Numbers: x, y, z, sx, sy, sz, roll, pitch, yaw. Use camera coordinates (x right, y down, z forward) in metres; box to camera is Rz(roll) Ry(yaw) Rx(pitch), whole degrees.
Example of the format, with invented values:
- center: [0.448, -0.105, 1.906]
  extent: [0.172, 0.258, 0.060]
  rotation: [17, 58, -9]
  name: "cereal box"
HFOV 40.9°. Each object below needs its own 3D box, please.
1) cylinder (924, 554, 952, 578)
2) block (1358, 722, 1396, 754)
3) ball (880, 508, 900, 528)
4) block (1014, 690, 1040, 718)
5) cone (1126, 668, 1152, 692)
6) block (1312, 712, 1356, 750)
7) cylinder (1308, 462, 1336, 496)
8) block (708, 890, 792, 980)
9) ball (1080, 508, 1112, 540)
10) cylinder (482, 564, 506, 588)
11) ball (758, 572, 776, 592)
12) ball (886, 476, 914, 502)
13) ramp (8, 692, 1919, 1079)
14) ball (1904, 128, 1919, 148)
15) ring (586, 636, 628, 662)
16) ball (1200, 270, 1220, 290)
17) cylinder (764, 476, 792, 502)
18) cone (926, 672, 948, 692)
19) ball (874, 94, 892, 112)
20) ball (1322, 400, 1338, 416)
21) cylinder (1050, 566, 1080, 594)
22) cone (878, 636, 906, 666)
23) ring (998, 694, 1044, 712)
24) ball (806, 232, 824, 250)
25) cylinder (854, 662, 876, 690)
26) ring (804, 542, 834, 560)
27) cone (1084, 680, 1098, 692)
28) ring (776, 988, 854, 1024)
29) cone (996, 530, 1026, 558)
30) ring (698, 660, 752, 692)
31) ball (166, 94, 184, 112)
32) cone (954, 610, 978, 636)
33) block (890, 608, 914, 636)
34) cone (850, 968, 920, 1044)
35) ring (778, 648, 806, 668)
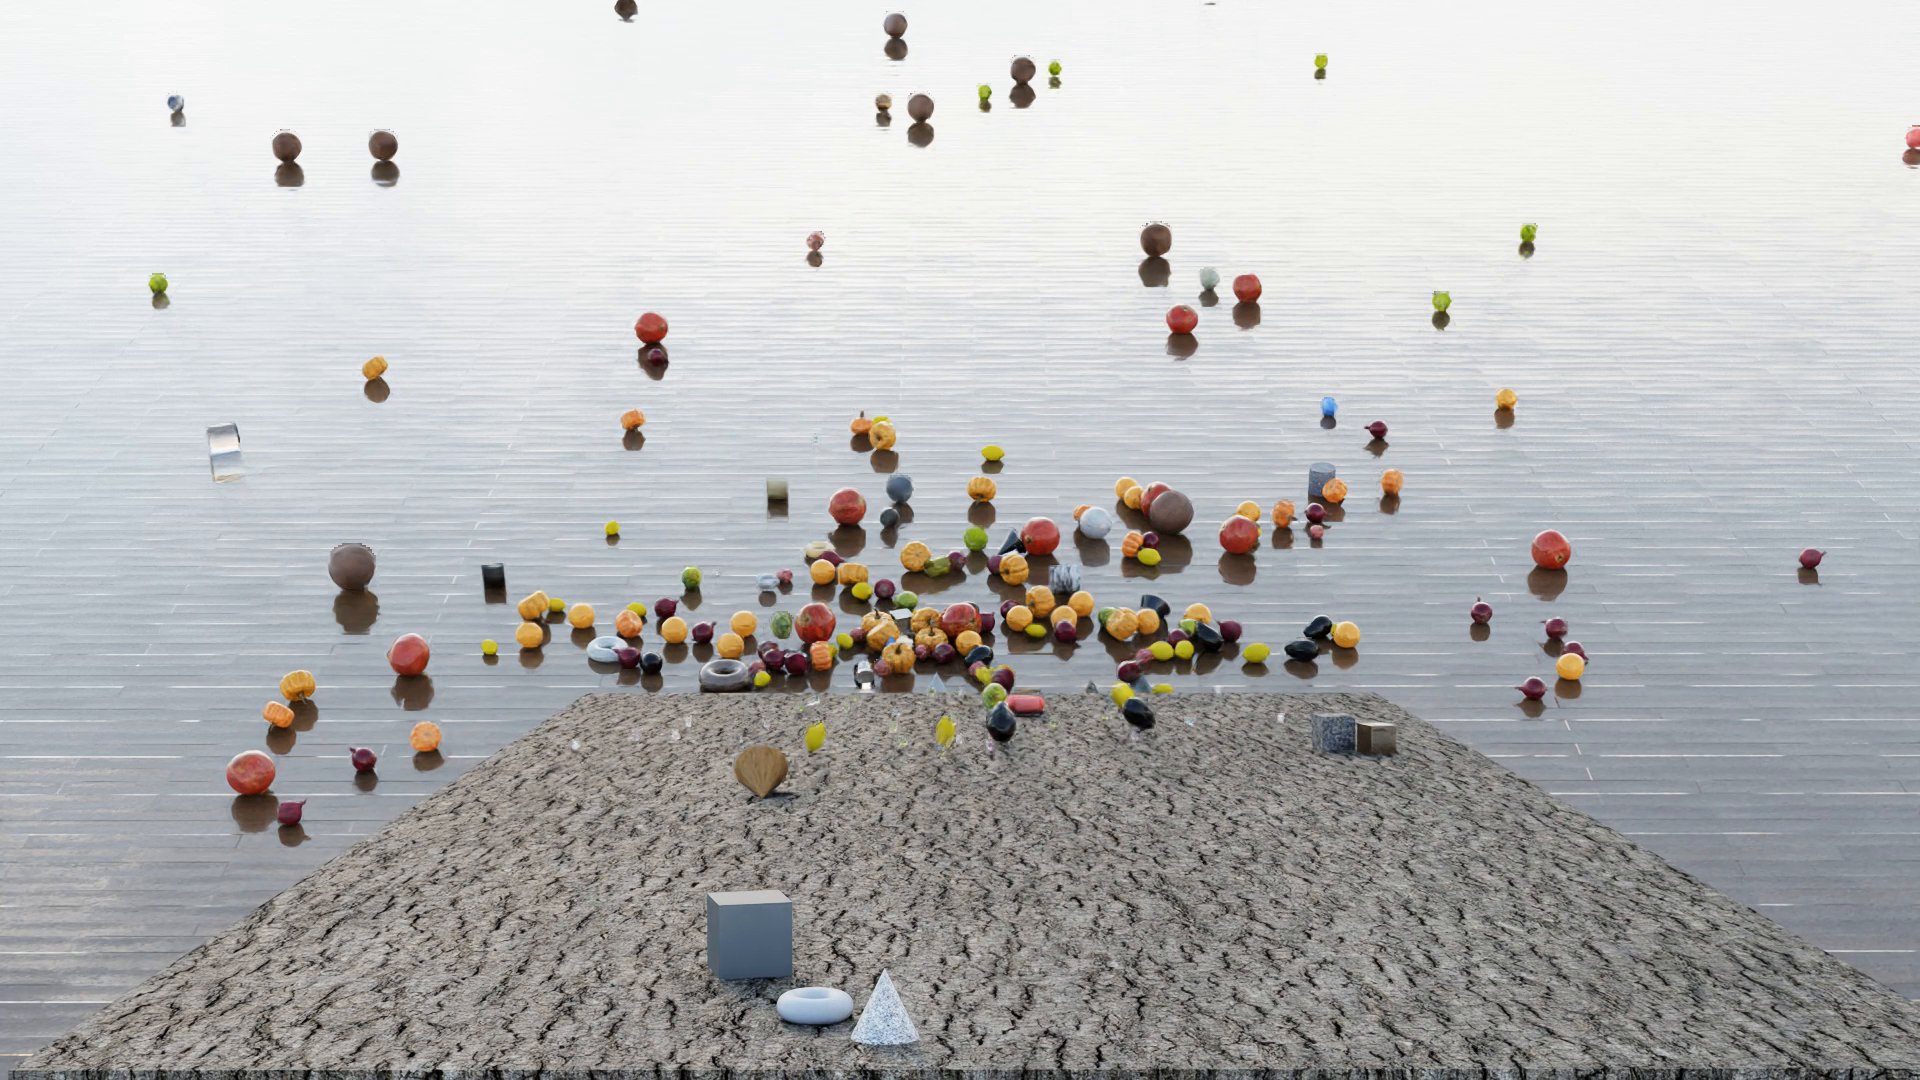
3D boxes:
- center: [-0.063, 0.078, 7.390]
  extent: [0.054, 0.054, 0.054]
  rotation: [-27, 35, -32]
  name: "cylinder"
- center: [0.848, 0.403, 5.244]
  extent: [0.057, 0.057, 0.057]
  rotation: [-1, 2, -20]
  name: "block"
- center: [-0.211, -0.067, 7.701]
  extent: [0.059, 0.059, 0.059]
  rotation: [0, 24, 0]
  name: "ball"
- center: [0.156, 0.378, 5.964]
  extent: [0.059, 0.059, 0.059]
  rotation: [0, 2, 3]
  name: "block"
- center: [0.470, 0.369, 6.715]
  extent: [0.079, 0.079, 0.079]
  rotation: [0, 23, 0]
  name: "cone"
- center: [0.769, 0.395, 5.308]
  extent: [0.069, 0.069, 0.069]
  rotation: [0, 2, -12]
  name: "block"
- center: [1.115, -0.187, 7.938]
  extent: [0.081, 0.081, 0.081]
  rotation: [0, 24, 0]
  name: "cylinder"
- center: [-0.248, 0.464, 3.037]
  extent: [0.086, 0.086, 0.086]
  rotation: [-1, 2, -15]
  name: "block"
- center: [0.401, -0.049, 7.619]
  extent: [0.095, 0.095, 0.095]
  rotation: [0, 24, 0]
  name: "ball"
- center: [-1.326, 0.103, 7.325]
  extent: [0.060, 0.060, 0.060]
  rotation: [-6, 25, -13]
  name: "cylinder"
- center: [-0.547, 0.119, 7.298]
  extent: [0.054, 0.054, 0.054]
  rotation: [0, 24, 0]
  name: "ball"
- center: [-0.183, -0.155, 7.867]
  extent: [0.082, 0.082, 0.082]
  rotation: [0, 24, 0]
  name: "ball"
- center: [0.056, 0.506, 4.550]
  extent: [2.000, 0.100, 4.000]
  rotation: [0, 2, 0]
  name: "ramp"
- center: [4.249, -1.788, 11.454]
  extent: [0.090, 0.090, 0.090]
  rotation: [0, 24, 0]
  name: "ball"
- center: [-0.949, 0.294, 6.934]
  extent: [0.110, 0.037, 0.110]
  rotation: [1, 25, 0]
  name: "ring"
- center: [0.939, -0.981, 9.694]
  extent: [0.076, 0.076, 0.076]
  rotation: [0, 24, 0]
  name: "ball"
- center: [-0.558, -0.156, 7.893]
  extent: [0.063, 0.063, 0.063]
  rotation: [-34, 31, -5]
  name: "cylinder"
- center: [-0.060, 0.377, 6.706]
  extent: [0.074, 0.074, 0.074]
  rotation: [0, 24, 0]
  name: "cone"
- center: [-0.357, -2.043, 12.024]
  extent: [0.083, 0.083, 0.083]
  rotation: [0, 24, 0]
  name: "ball"
- center: [1.222, -0.438, 8.525]
  extent: [0.053, 0.053, 0.053]
  rotation: [0, 24, 0]
  name: "ball"
- center: [0.297, 0.112, 7.288]
  extent: [0.075, 0.075, 0.075]
  rotation: [-4, 25, -9]
  name: "cylinder"
- center: [-0.183, 0.288, 6.905]
  extent: [0.071, 0.071, 0.071]
  rotation: [0, 24, 0]
  name: "cone"
- center: [0.146, 0.386, 6.082]
  extent: [0.110, 0.037, 0.110]
  rotation: [1, 1, 0]
  name: "ring"
- center: [-0.571, -1.174, 10.127]
  extent: [0.070, 0.070, 0.070]
  rotation: [0, 24, 0]
  name: "ball"
- center: [-0.252, 0.356, 6.776]
  extent: [0.055, 0.055, 0.055]
  rotation: [-2, 24, -4]
  name: "cylinder"
- center: [-0.409, 0.030, 7.524]
  extent: [0.089, 0.030, 0.089]
  rotation: [1, 24, 0]
  name: "ring"
- center: [0.340, 0.389, 6.691]
  extent: [0.064, 0.064, 0.064]
  rotation: [0, 24, 0]
  name: "cone"
- center: [-0.156, 0.503, 2.779]
  extent: [0.084, 0.028, 0.084]
  rotation: [1, 3, 0]
  name: "ring"
- center: [0.136, 0.027, 7.521]
  extent: [0.081, 0.081, 0.081]
  rotation: [-36, 34, -11]
  name: "cone"
- center: [-0.619, 0.357, 6.782]
  extent: [0.141, 0.047, 0.141]
  rotation: [0, 23, 0]
  name: "ring"
- center: [-3.659, -2.040, 12.022]
  extent: [0.081, 0.081, 0.081]
  rotation: [0, 24, 0]
  name: "ball"
- center: [0.016, 0.219, 7.066]
  extent: [0.064, 0.064, 0.064]
  rotation: [0, 24, 0]
  name: "cone"
- center: [-0.159, 0.226, 7.063]
  extent: [0.053, 0.053, 0.053]
  rotation: [-10, 26, -21]
  name: "block"
- center: [-0.078, 0.483, 2.691]
  extent: [0.072, 0.072, 0.072]
  rotation: [0, 2, 0]
  name: "cone"
- center: [-0.450, 0.316, 6.899]
  extent: [0.078, 0.026, 0.078]
  rotation: [0, 26, 0]
  name: "ring"
